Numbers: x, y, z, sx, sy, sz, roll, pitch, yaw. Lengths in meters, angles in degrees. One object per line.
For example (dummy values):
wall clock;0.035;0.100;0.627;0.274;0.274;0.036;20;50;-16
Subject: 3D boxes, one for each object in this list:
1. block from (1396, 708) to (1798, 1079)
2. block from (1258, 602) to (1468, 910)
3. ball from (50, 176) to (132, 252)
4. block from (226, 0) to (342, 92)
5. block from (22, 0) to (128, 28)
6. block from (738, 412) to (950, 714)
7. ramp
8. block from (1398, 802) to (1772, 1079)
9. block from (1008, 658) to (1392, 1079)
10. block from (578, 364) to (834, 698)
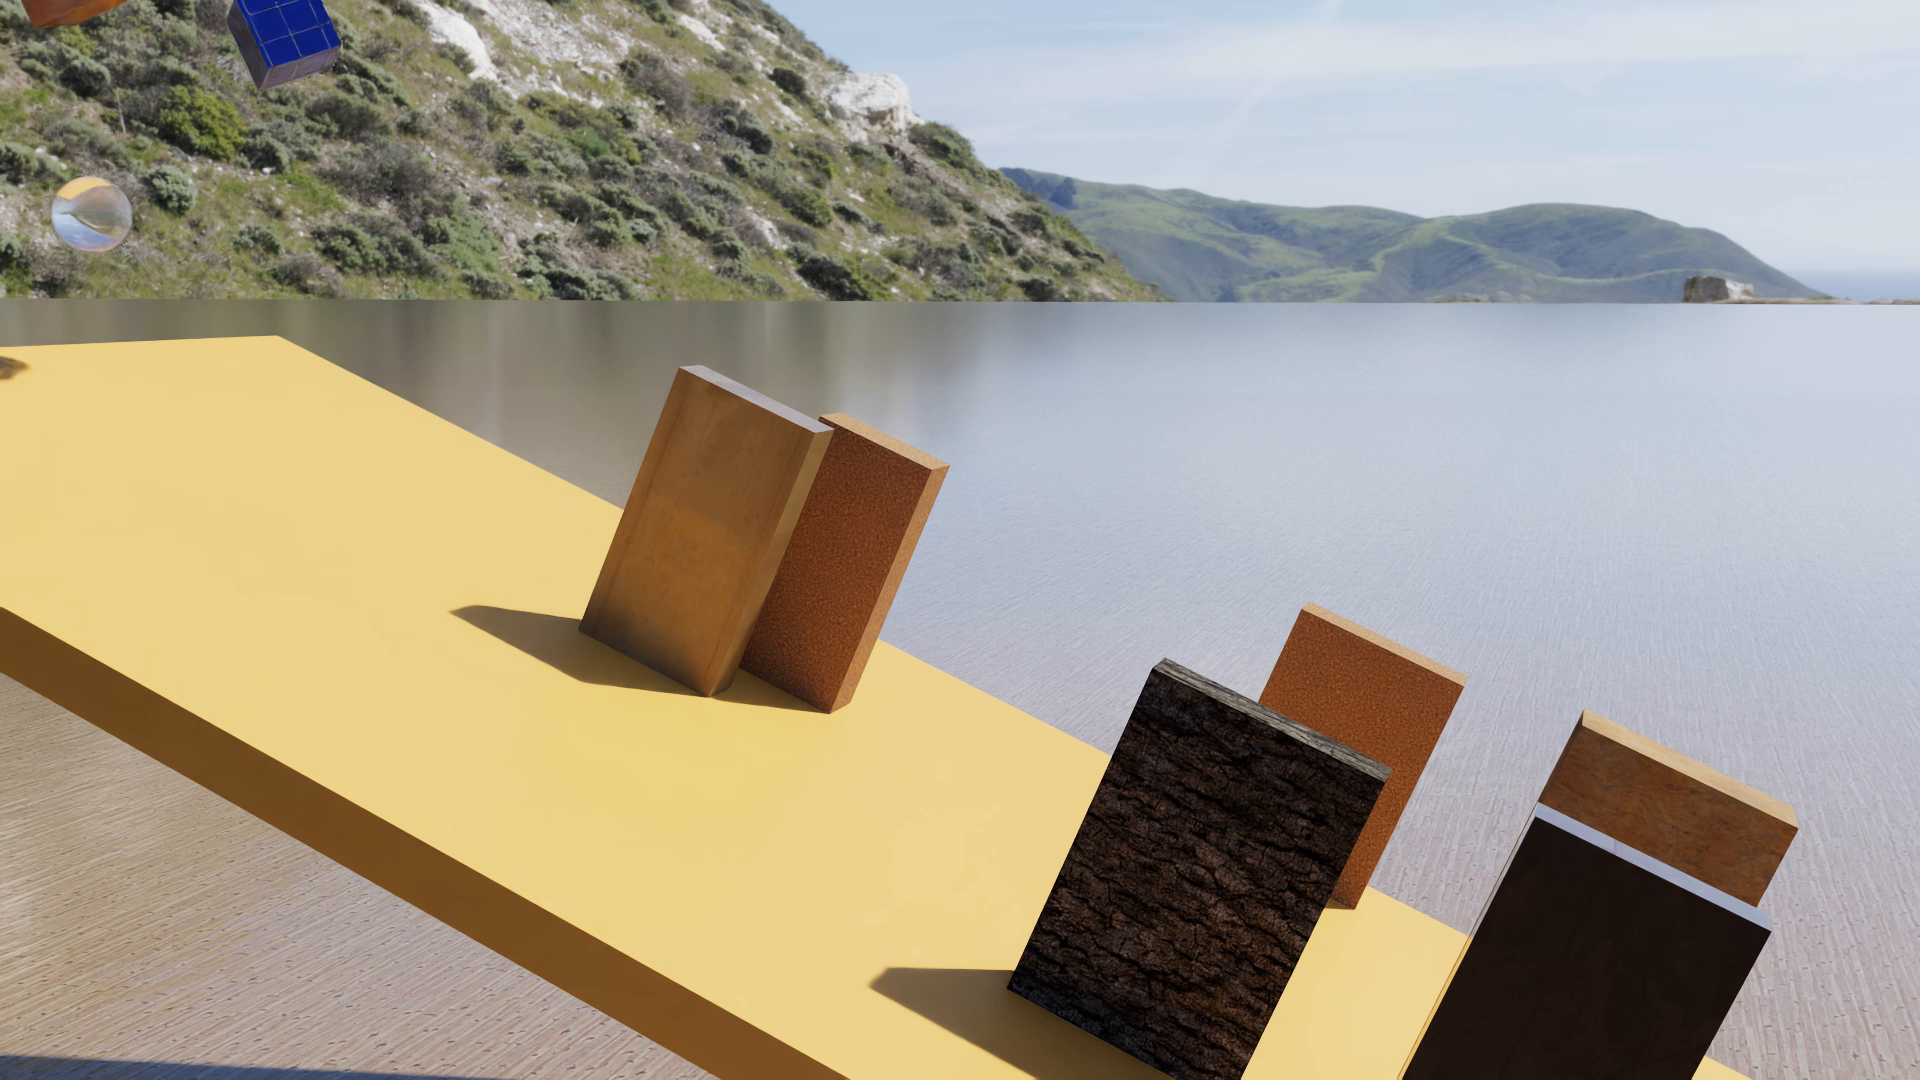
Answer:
block;1.023;0.710;3.621;0.360;0.772;0.146;26;13;13
block;0.801;0.462;4.739;0.373;0.543;0.116;26;13;13
ball;-1.723;-0.646;4.363;0.151;0.151;0.151;0;7;0
block;-1.407;-1.055;4.572;0.159;0.159;0.159;-26;5;-25
block;-1.766;-1.139;4.373;0.176;0.176;0.176;-22;13;9
block;-0.259;0.047;4.563;0.260;0.559;0.125;26;13;13
ramp;-0.287;0.498;4.183;4.000;0.100;2.000;26;13;13
block;0.794;0.772;3.057;0.334;0.741;0.084;26;13;13
block;0.382;0.551;3.557;0.402;0.598;0.101;26;13;13
block;-0.506;-0.018;4.362;0.307;0.577;0.107;26;13;13
